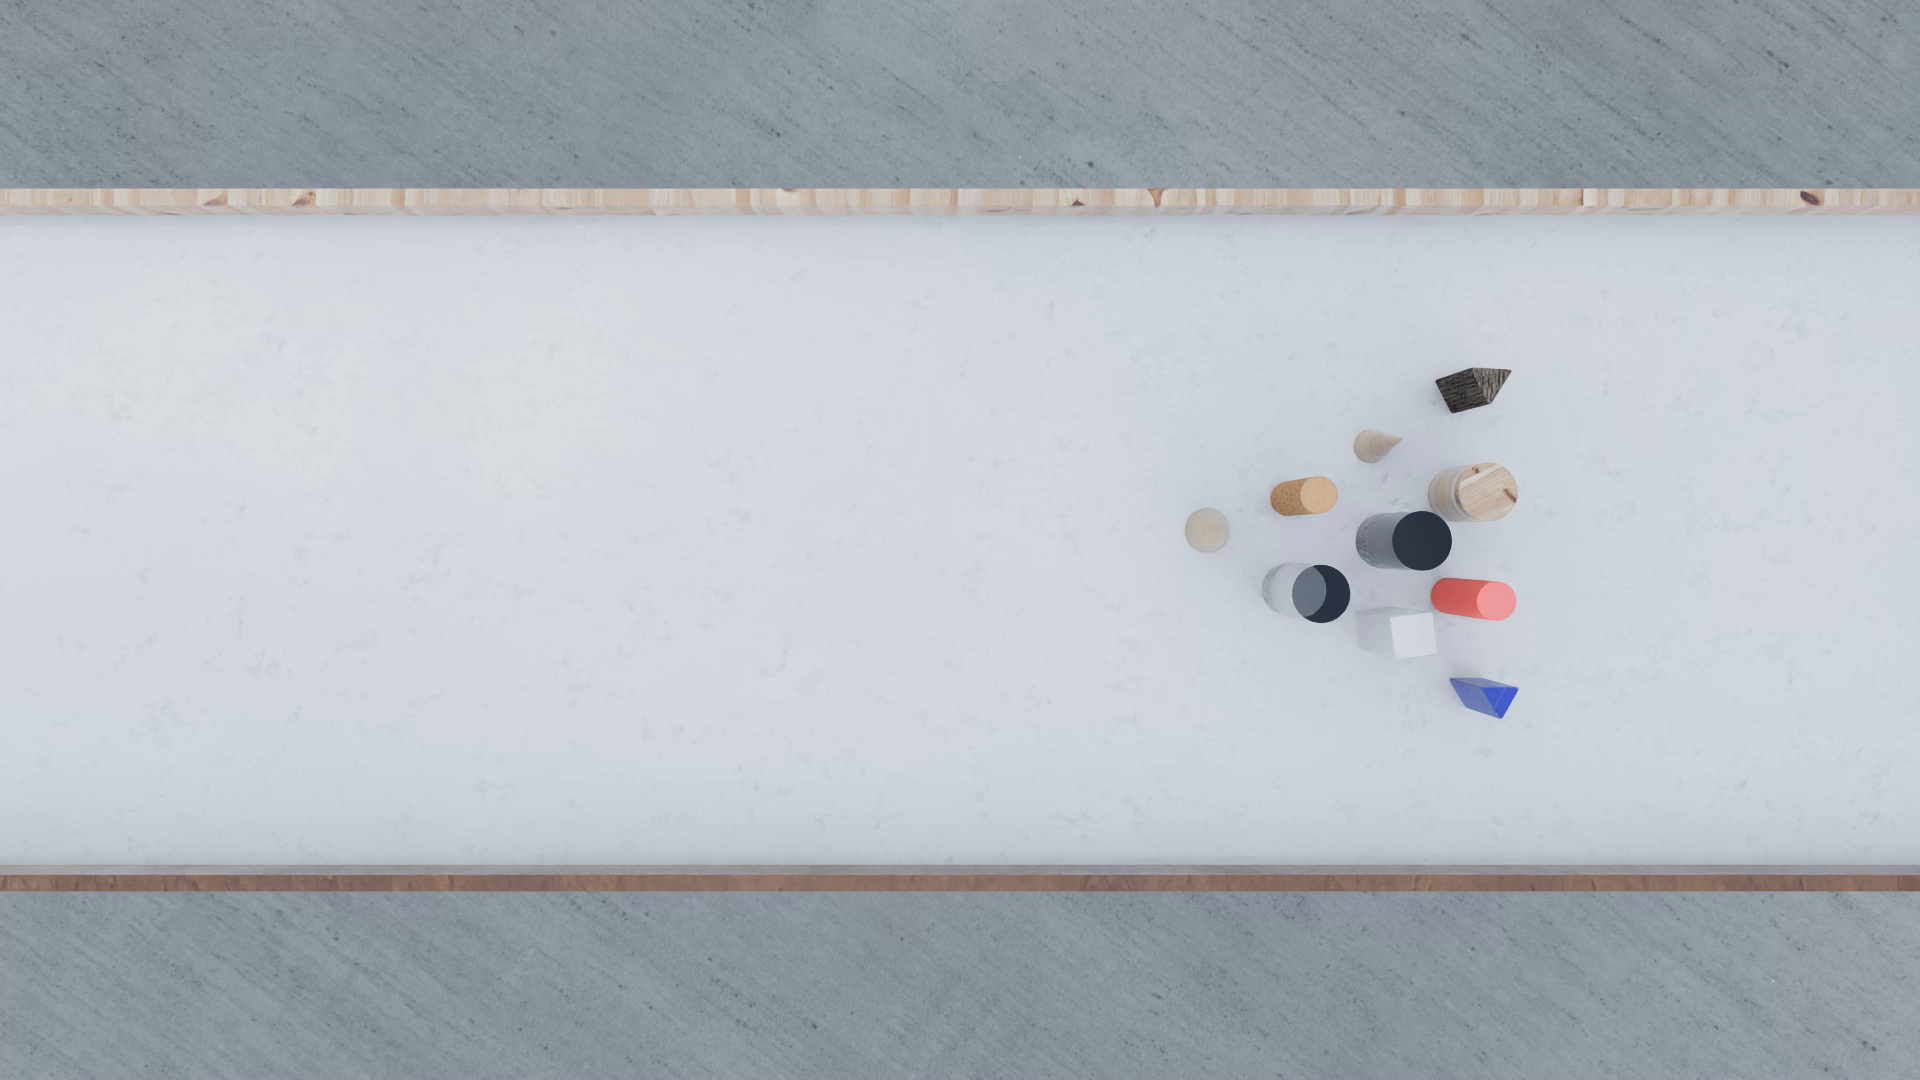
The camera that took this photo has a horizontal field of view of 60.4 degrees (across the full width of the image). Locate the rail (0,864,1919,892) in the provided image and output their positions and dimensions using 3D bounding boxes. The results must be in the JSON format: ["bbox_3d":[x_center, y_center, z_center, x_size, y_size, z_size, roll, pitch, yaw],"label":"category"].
[{"bbox_3d":[-2.247,1.025,5.001,12.000,0.150,0.050,0,90,0],"label":"rail"}]

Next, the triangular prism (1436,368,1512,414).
[{"bbox_3d":[1.505,-0.464,4.898,0.099,0.357,0.115,33,90,0],"label":"triangular prism"}]

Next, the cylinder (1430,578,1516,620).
[{"bbox_3d":[1.505,0.171,4.850,0.111,0.453,0.111,0,90,0],"label":"cylinder"}]

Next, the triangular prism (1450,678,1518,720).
[{"bbox_3d":[1.571,0.449,4.914,0.089,0.325,0.102,-31,90,0],"label":"triangular prism"}]

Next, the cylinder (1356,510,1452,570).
[{"bbox_3d":[1.302,0.003,4.861,0.170,0.430,0.170,0,90,0],"label":"cylinder"}]

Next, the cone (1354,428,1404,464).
[{"bbox_3d":[1.264,-0.289,4.887,0.106,0.379,0.106,0,90,0],"label":"cone"}]

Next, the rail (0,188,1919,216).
[{"bbox_3d":[-2.247,-1.025,5.002,12.000,0.150,0.050,0,90,0],"label":"rail"}]

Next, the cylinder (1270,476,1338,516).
[{"bbox_3d":[1.008,-0.127,4.852,0.106,0.449,0.106,0,90,0],"label":"cylinder"}]

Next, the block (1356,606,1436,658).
[{"bbox_3d":[1.283,0.270,4.872,0.119,0.410,0.119,-7,90,0],"label":"block"}]

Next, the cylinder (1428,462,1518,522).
[{"bbox_3d":[1.525,-0.139,4.918,0.171,0.317,0.171,0,90,0],"label":"cylinder"}]

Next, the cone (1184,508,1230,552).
[{"bbox_3d":[0.761,-0.029,4.867,0.138,0.418,0.138,0,90,0],"label":"cone"}]

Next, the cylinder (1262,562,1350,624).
[{"bbox_3d":[1.012,0.151,4.849,0.165,0.454,0.165,0,90,0],"label":"cylinder"}]
